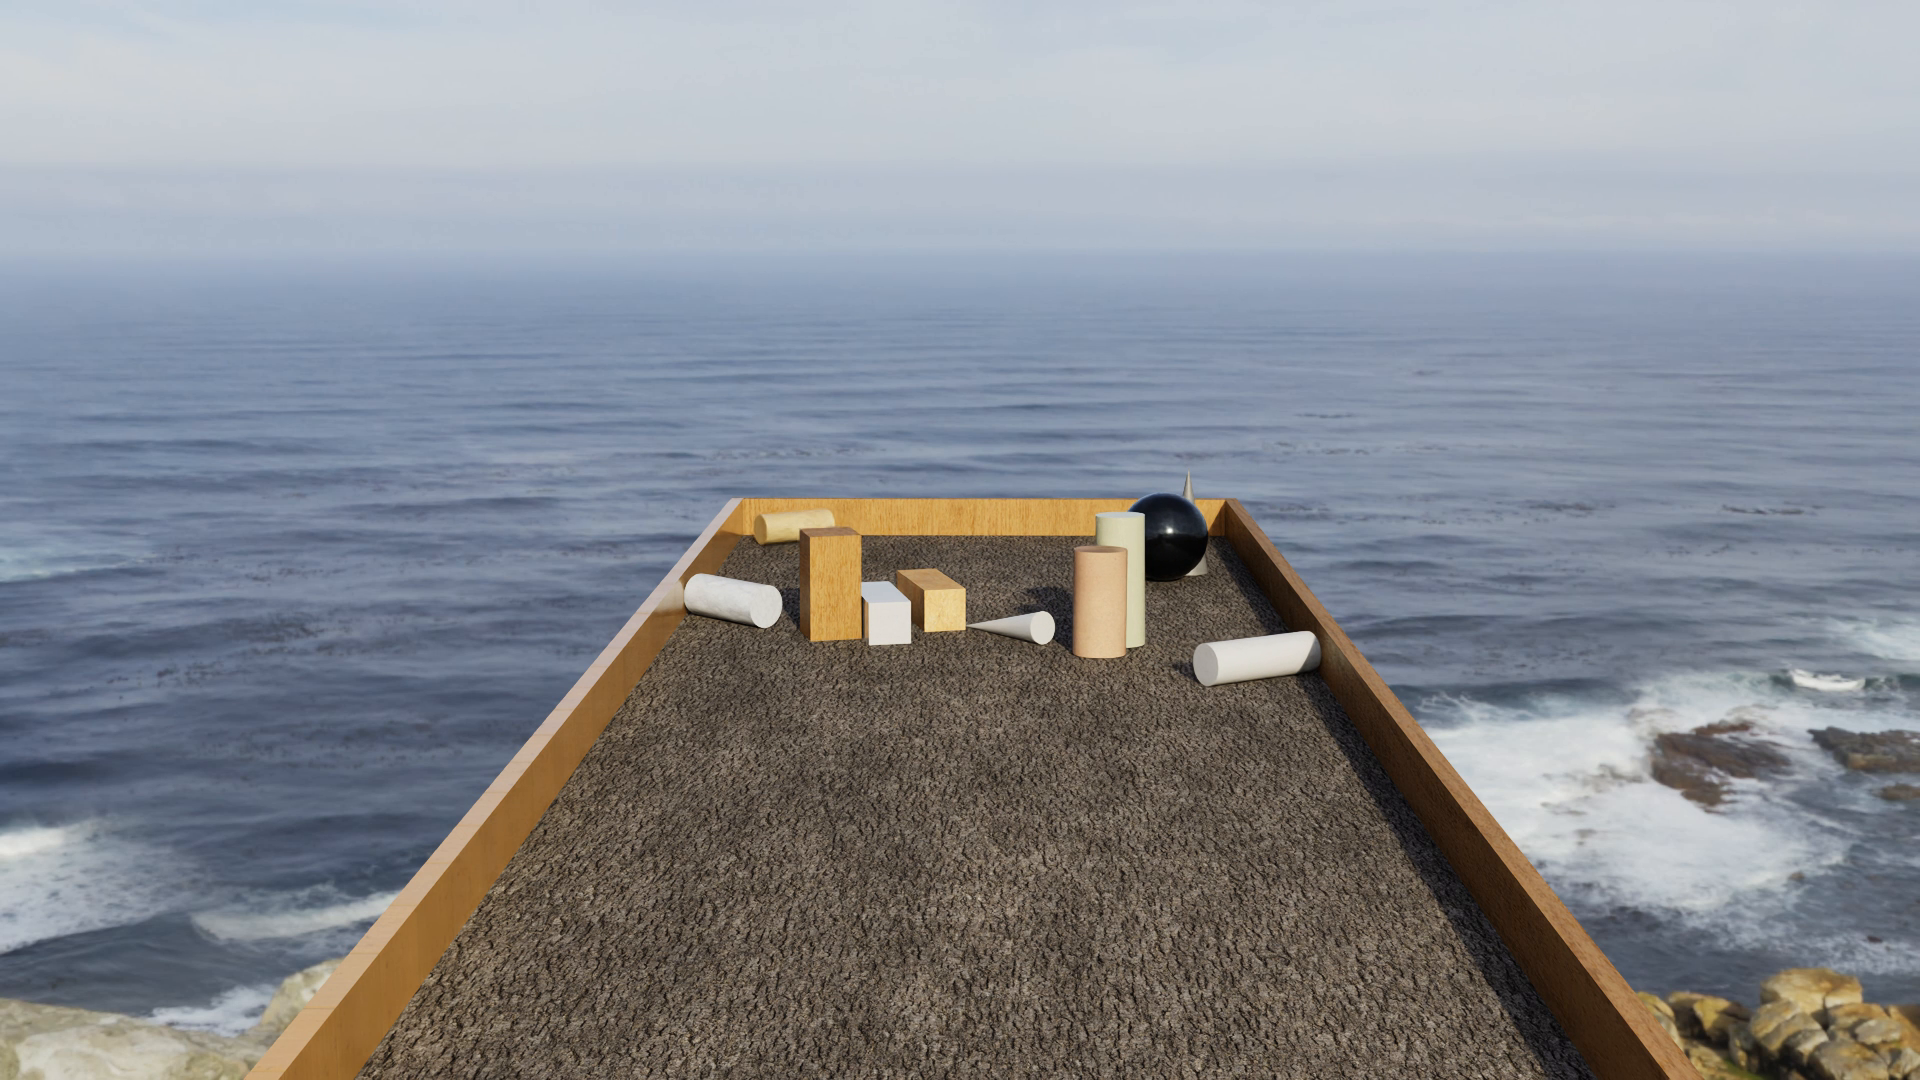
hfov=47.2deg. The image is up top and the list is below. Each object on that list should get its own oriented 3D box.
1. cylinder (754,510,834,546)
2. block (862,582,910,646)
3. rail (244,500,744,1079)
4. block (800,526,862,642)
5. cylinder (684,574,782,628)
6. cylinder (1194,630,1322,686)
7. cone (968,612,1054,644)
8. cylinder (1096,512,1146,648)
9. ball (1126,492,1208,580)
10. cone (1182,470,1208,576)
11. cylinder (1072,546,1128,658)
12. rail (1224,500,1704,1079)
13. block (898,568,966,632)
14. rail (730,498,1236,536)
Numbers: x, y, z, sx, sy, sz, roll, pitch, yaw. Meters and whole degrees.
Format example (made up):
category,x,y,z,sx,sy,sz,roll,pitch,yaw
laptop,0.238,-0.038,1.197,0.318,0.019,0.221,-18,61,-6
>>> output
category,x,y,z,sx,sy,sz,roll,pitch,yaw
cylinder,-0.673,-0.051,8.944,0.308,0.122,0.122,-5,10,-30
block,-0.261,0.234,7.105,0.134,0.134,0.374,-2,9,-12
rail,-1.004,0.839,3.234,0.050,0.150,12.000,0,9,1
block,-0.416,0.139,7.050,0.165,0.336,0.165,-3,10,-16
cylinder,-0.755,0.200,7.303,0.335,0.140,0.140,8,12,43
cylinder,0.871,0.346,6.434,0.374,0.124,0.124,-5,10,-29
cone,0.135,0.280,7.080,0.104,0.104,0.389,-8,4,-40
cylinder,0.504,0.124,6.909,0.155,0.409,0.155,-1,8,0
ball,0.745,-0.013,8.051,0.326,0.326,0.326,0,9,0
cone,0.852,-0.076,8.227,0.158,0.394,0.158,0,9,0
cylinder,0.431,0.189,6.771,0.165,0.324,0.165,0,8,0
rail,1.046,0.843,3.208,0.050,0.150,12.000,0,9,1
block,-0.098,0.198,7.325,0.136,0.136,0.396,-2,9,-14
rail,0.099,-0.098,9.147,2.100,0.150,0.050,0,9,1
